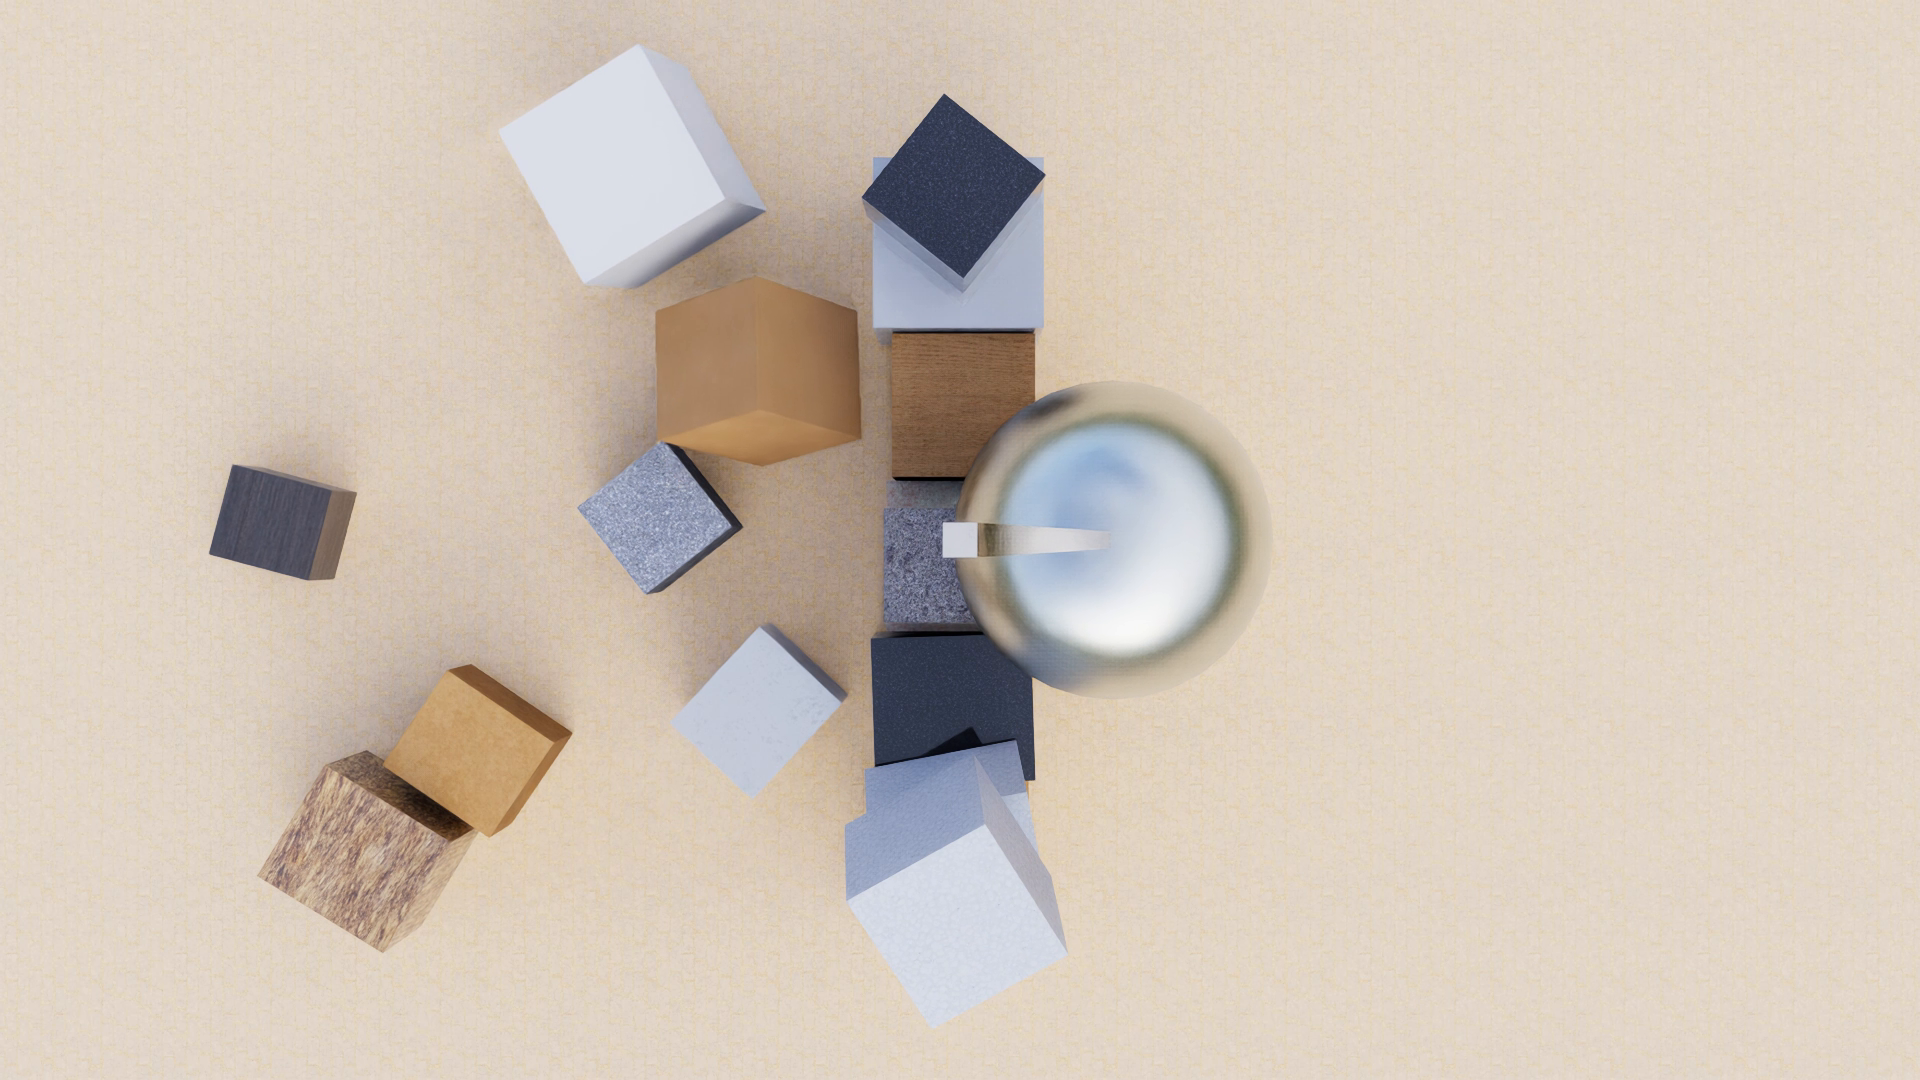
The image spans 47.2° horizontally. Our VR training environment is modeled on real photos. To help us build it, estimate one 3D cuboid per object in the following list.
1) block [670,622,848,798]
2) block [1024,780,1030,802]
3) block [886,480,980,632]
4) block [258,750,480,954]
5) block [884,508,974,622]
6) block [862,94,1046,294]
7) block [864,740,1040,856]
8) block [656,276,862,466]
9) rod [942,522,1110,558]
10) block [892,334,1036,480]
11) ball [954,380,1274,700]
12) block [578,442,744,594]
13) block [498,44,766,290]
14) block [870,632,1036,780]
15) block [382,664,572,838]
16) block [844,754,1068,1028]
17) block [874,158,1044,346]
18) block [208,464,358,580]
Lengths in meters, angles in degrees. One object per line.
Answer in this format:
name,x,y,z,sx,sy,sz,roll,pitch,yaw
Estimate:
block,-1.139,0.966,12.638,0.630,0.724,0.735,43,90,0
block,-0.019,1.714,12.646,0.820,0.709,0.735,-1,90,0
block,-0.003,0.090,12.657,0.817,0.686,0.842,0,90,0
block,-3.346,1.762,12.570,0.819,0.859,0.720,32,90,0
block,-0.045,0.135,11.994,0.721,0.641,0.607,0,90,0
block,-0.032,-1.811,11.585,0.668,0.682,0.679,39,90,0
block,-0.016,1.652,11.838,0.846,0.696,0.797,-11,108,0
block,-1.132,-0.929,12.360,0.786,0.823,0.757,-13,73,38
rod,0.330,0.000,7.636,0.080,5.200,0.080,0,90,7
block,0.019,-0.743,12.559,0.790,0.882,0.791,0,90,0
ball,0.761,0.000,11.009,1.600,1.600,1.600,0,90,0
block,-1.713,-0.128,12.659,0.619,0.682,0.621,-38,90,0
block,-1.830,-2.082,12.446,0.921,0.972,0.961,-29,90,9
block,-0.038,0.935,12.562,0.885,0.875,0.812,-2,90,0
block,-2.770,1.205,12.691,0.729,0.618,0.648,34,90,0
block,-0.034,1.749,11.049,0.772,0.864,0.817,-30,107,6
block,-0.008,-1.614,12.463,0.926,1.074,0.924,0,90,0
block,-3.914,-0.100,12.740,0.586,0.521,0.531,15,90,0
